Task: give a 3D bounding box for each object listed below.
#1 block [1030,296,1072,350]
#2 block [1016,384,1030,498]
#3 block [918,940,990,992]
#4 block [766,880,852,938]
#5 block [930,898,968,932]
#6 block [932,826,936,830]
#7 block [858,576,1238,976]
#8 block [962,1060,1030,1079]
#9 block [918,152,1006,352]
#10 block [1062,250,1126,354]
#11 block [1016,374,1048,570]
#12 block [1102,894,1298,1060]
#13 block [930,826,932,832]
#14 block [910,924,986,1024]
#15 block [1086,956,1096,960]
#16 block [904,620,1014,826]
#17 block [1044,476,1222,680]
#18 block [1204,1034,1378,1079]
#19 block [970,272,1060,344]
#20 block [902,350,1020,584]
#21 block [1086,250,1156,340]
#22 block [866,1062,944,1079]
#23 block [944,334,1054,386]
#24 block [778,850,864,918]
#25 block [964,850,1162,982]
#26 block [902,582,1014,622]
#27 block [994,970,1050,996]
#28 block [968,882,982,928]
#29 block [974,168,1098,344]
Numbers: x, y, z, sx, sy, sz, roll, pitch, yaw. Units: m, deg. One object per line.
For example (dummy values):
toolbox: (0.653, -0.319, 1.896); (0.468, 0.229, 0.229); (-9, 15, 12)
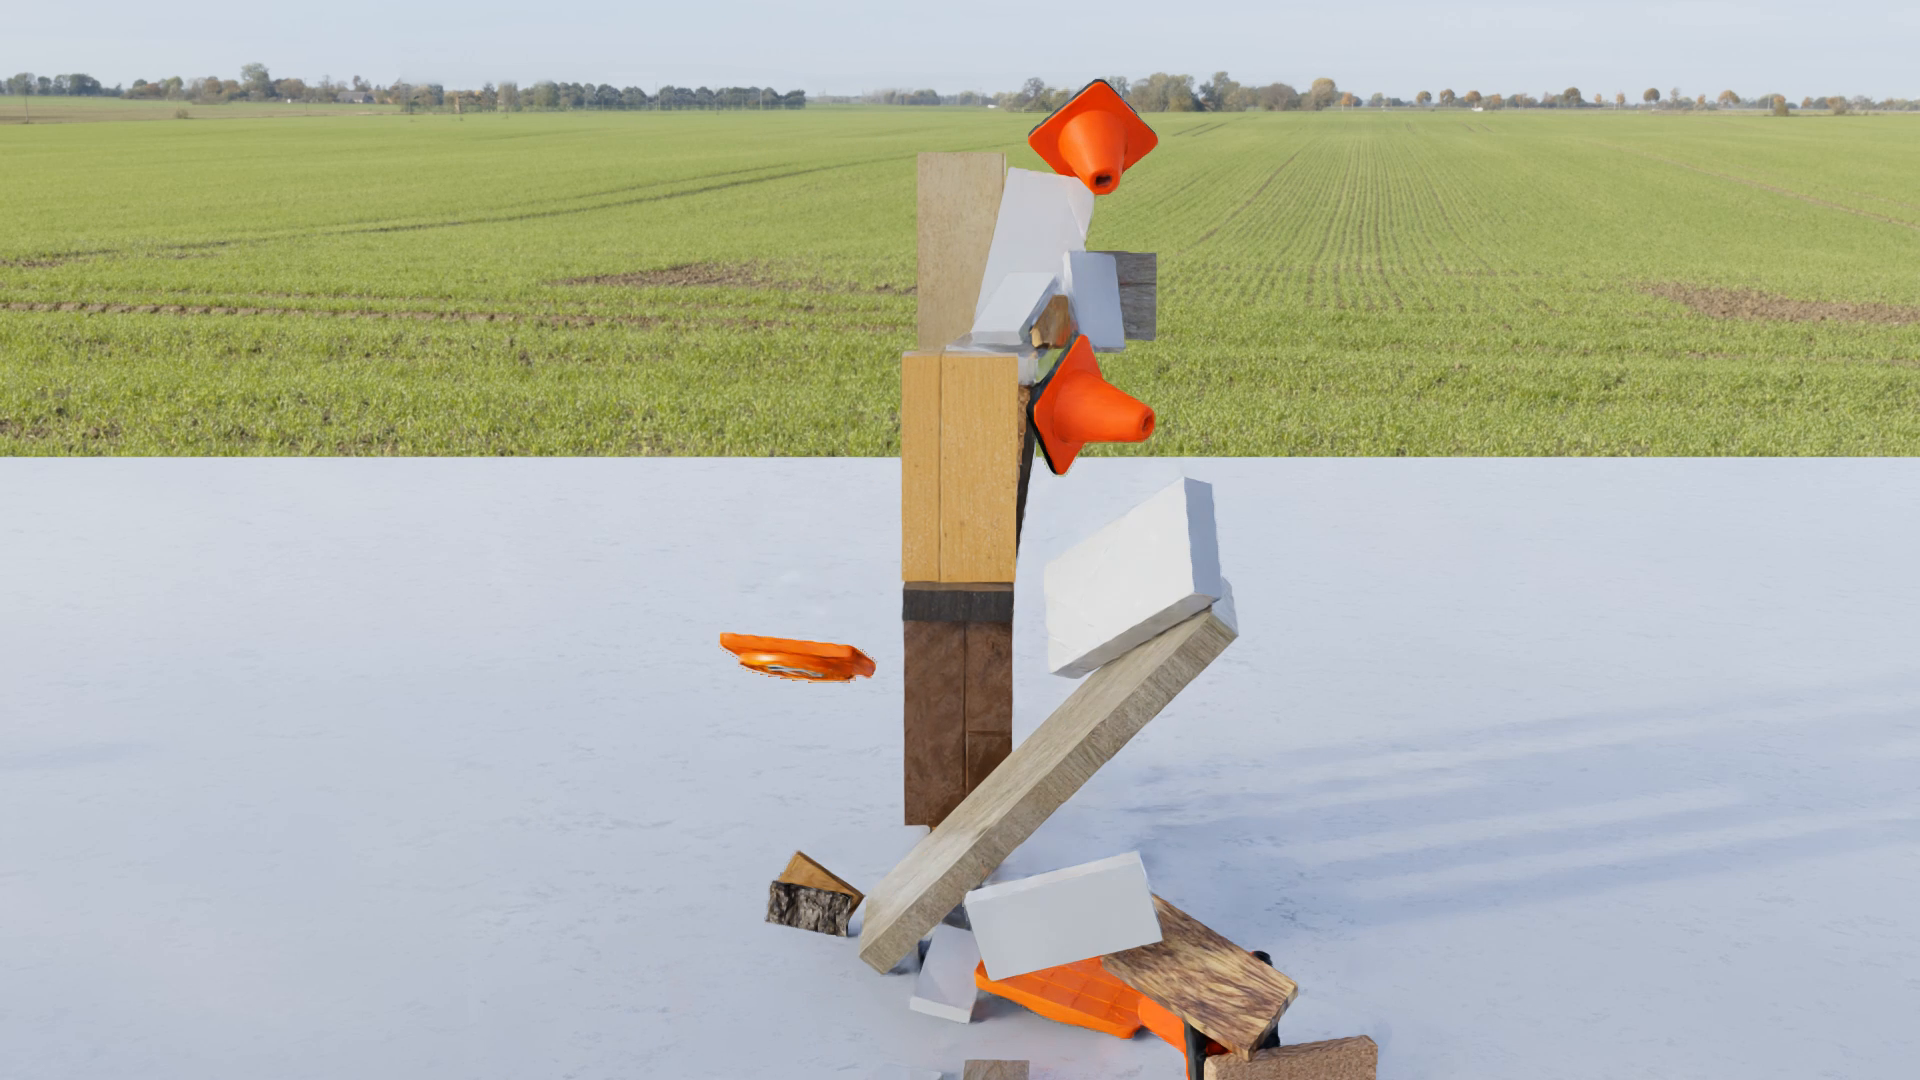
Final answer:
block: (0.194, -0.365, 3.691); (0.172, 0.086, 0.024); (-1, -13, -33)
block: (0.022, -0.113, 3.519); (0.148, 0.296, 0.042); (7, 9, 0)
block: (-0.011, 0.642, 3.324); (0.081, 0.023, 0.161); (-2, 11, -11)
block: (-0.238, 0.583, 3.479); (0.129, 0.064, 0.018); (10, 10, 7)
block: (-0.022, 0.559, 3.484); (0.064, 0.129, 0.018); (2, 11, 10)
block: (-0.003, 0.445, 3.535); (0.077, 0.022, 0.155); (0, 12, 2)
block: (0.122, 0.345, 3.264); (0.050, 0.768, 0.176); (40, 19, -13)
block: (0.046, 0.726, 2.871); (0.086, 0.024, 0.173); (0, 11, 2)
block: (0.003, -0.468, 3.898); (0.156, 0.430, 0.044); (0, 5, 0)
block: (0.224, -0.398, 3.681); (0.086, 0.172, 0.024); (3, -20, -23)
block: (0.038, -0.058, 3.744); (0.148, 0.481, 0.042); (10, 10, 6)
block: (0.305, 0.555, 2.802); (0.225, 0.032, 0.113); (29, 63, 28)
block: (0.002, 0.363, 3.946); (0.113, 0.345, 0.032); (0, 10, 0)
block: (-0.011, 0.630, 3.205); (0.086, 0.024, 0.173); (13, 29, 6)
block: (0.136, 0.624, 3.425); (0.161, 0.023, 0.081); (2, 11, 12)
block: (-0.002, 0.280, 3.445); (0.169, 0.338, 0.048); (1, 12, 3)
block: (0.246, 0.061, 3.208); (0.050, 0.176, 0.353); (13, -28, -30)
block: (0.418, 0.698, 2.780); (0.225, 0.112, 0.032); (-3, 13, -18)
block: (0.092, -0.381, 3.599); (0.086, 0.024, 0.172); (4, 41, 27)
block: (0.000, -0.112, 3.390); (0.176, 0.353, 0.050); (1, 14, 2)
block: (0.201, -0.435, 3.910); (0.312, 0.156, 0.044); (-2, 5, -25)
block: (-0.098, 0.729, 2.853); (0.086, 0.024, 0.173); (5, 12, 25)
block: (0.065, -0.297, 3.601); (0.148, 0.042, 0.296); (10, 10, 6)
block: (-0.222, 0.558, 3.505); (0.129, 0.064, 0.018); (34, 15, 5)
block: (0.130, 0.472, 2.756); (0.225, 0.113, 0.032); (-15, 17, 8)
block: (0.002, 0.070, 3.517); (0.169, 0.048, 0.338); (1, 10, 2)
block: (0.077, 0.634, 3.299); (0.081, 0.023, 0.161); (14, 9, -13)
block: (-0.004, 0.542, 3.505); (0.077, 0.155, 0.022); (1, 11, 3)
block: (0.131, -0.487, 3.777); (0.156, 0.312, 0.044); (10, -23, 6)
